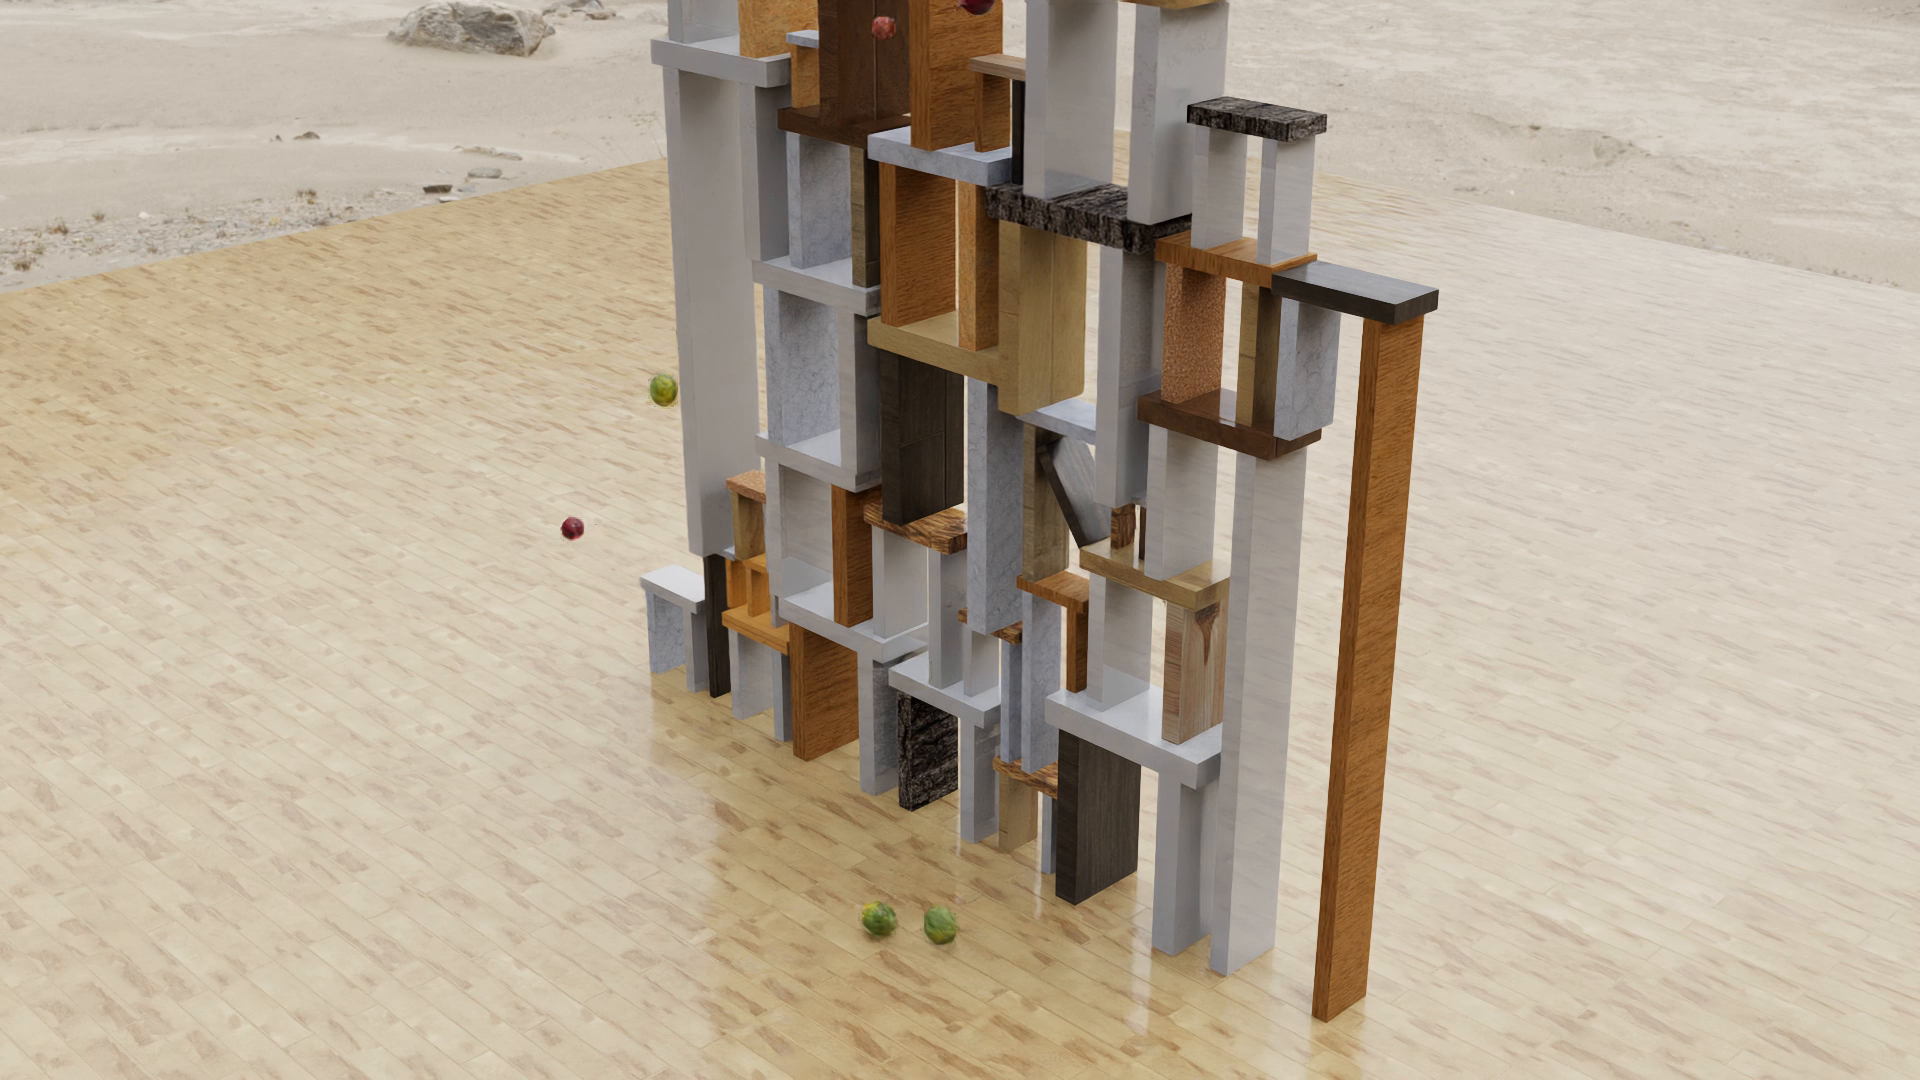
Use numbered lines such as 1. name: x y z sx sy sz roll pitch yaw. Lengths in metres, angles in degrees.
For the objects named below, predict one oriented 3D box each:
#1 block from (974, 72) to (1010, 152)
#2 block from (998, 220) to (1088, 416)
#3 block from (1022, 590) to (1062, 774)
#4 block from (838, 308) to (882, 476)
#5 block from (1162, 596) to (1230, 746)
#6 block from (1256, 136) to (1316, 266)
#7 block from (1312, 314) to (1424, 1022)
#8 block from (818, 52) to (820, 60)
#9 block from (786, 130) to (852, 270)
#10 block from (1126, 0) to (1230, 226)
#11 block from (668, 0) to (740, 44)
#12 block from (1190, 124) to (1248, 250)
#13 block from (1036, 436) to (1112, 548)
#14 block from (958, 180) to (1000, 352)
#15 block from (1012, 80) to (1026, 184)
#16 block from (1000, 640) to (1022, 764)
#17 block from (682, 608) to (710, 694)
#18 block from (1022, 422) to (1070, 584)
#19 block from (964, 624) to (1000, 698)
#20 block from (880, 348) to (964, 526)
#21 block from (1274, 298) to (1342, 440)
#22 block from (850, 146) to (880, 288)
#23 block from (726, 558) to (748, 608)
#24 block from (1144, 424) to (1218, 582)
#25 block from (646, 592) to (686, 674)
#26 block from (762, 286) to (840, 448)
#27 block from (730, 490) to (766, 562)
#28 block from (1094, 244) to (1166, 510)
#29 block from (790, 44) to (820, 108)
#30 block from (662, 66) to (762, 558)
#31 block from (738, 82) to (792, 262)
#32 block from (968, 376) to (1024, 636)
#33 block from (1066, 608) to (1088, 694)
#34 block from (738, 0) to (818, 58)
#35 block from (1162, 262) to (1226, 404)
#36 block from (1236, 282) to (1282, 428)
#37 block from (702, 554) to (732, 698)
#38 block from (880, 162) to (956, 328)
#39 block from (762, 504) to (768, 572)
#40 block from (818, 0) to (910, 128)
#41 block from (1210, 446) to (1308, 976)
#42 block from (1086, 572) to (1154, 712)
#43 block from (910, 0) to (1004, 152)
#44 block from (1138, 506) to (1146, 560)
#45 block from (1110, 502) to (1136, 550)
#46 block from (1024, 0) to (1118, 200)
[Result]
1. block: 0.057 -0.753 3.842 0.020 0.139 0.070 21 31 41
2. block: 0.146 -0.409 3.882 0.049 0.347 0.174 21 31 41
3. block: 0.154 0.259 4.164 0.023 0.378 0.083 21 31 41
4. block: -0.158 -0.305 4.261 0.046 0.327 0.163 21 31 41
5. block: 0.416 0.215 3.866 0.038 0.266 0.133 21 31 41
6. block: 0.510 -0.537 3.444 0.028 0.198 0.099 21 31 40
7. block: 0.662 0.233 3.597 0.033 1.261 0.115 21 31 41
8. block: -0.235 -0.861 4.111 0.017 0.120 0.060 22 31 40
9. block: -0.268 -0.665 4.236 0.132 0.264 0.037 -20 31 -39
10. block: 0.352 -0.697 3.549 0.049 0.347 0.173 22 32 40
11. block: -0.497 -1.138 4.275 0.045 0.319 0.159 21 31 40
12. block: 0.417 -0.574 3.529 0.028 0.198 0.099 21 31 40
13. block: 0.216 -0.091 3.956 0.098 0.195 0.028 -21 -3 -41
14. block: 0.066 -0.503 3.931 0.152 0.304 0.043 -21 31 -40
15. block: 0.122 -0.707 3.784 0.070 0.180 0.020 -21 30 -40
16. block: 0.113 0.299 4.223 0.076 0.259 0.022 -21 31 -41
17. block: -0.570 0.234 4.950 0.029 0.203 0.101 21 31 41
18. block: 0.159 -0.081 4.022 0.028 0.310 0.098 21 31 41
19. block: 0.042 0.222 4.268 0.076 0.152 0.022 -21 31 -41
20. block: -0.071 -0.216 4.213 0.049 0.347 0.173 21 31 41
21. block: 0.553 -0.284 3.496 0.115 0.230 0.033 -21 31 -41
22. block: -0.143 -0.616 4.121 0.037 0.264 0.132 21 31 41
23. block: -0.480 0.086 4.780 0.017 0.117 0.058 22 31 40
24. block: 0.381 -0.081 3.770 0.039 0.278 0.139 21 31 41
25. block: -0.666 0.197 5.038 0.029 0.203 0.101 21 31 41
26. block: -0.312 -0.365 4.403 0.046 0.327 0.163 21 31 40
27. block: -0.446 -0.040 4.687 0.078 0.156 0.022 -21 30 -40
28. block: 0.310 -0.294 3.754 0.049 0.457 0.174 21 31 40
29. block: -0.291 -0.883 4.162 0.017 0.120 0.060 22 31 40
30. block: -0.507 -0.471 4.569 0.049 1.040 0.172 21 31 40
31. block: -0.344 -0.730 4.286 0.049 0.344 0.172 21 31 40
32. block: 0.092 -0.082 4.093 0.173 0.500 0.049 -21 31 -40
33. block: 0.232 0.191 4.050 0.083 0.166 0.023 -21 30 -41
34. block: -0.345 -1.080 4.139 0.045 0.319 0.159 21 31 40
35. block: 0.390 -0.356 3.657 0.034 0.237 0.118 21 31 40
36. block: 0.501 -0.312 3.555 0.118 0.237 0.034 -21 31 -41
37. block: -0.535 0.178 4.878 0.017 0.363 0.059 21 31 40
38. block: -0.077 -0.559 4.064 0.152 0.304 0.043 -21 31 -40
39. block: -0.373 -0.012 4.619 0.078 0.156 0.022 -22 30 -40
40. block: -0.174 -0.948 4.010 0.051 0.360 0.180 21 31 40
41. block: 0.511 0.298 3.789 0.039 0.991 0.139 21 31 41
42. block: 0.290 0.166 3.982 0.038 0.266 0.133 21 31 41
43. block: -0.006 -0.880 3.854 0.180 0.364 0.051 -21 31 -40
44. block: 0.336 -0.019 3.852 0.014 0.099 0.049 21 31 41
45. block: 0.289 -0.037 3.895 0.014 0.099 0.049 22 31 40
46. block: 0.187 -0.761 3.699 0.049 0.346 0.173 22 31 40
